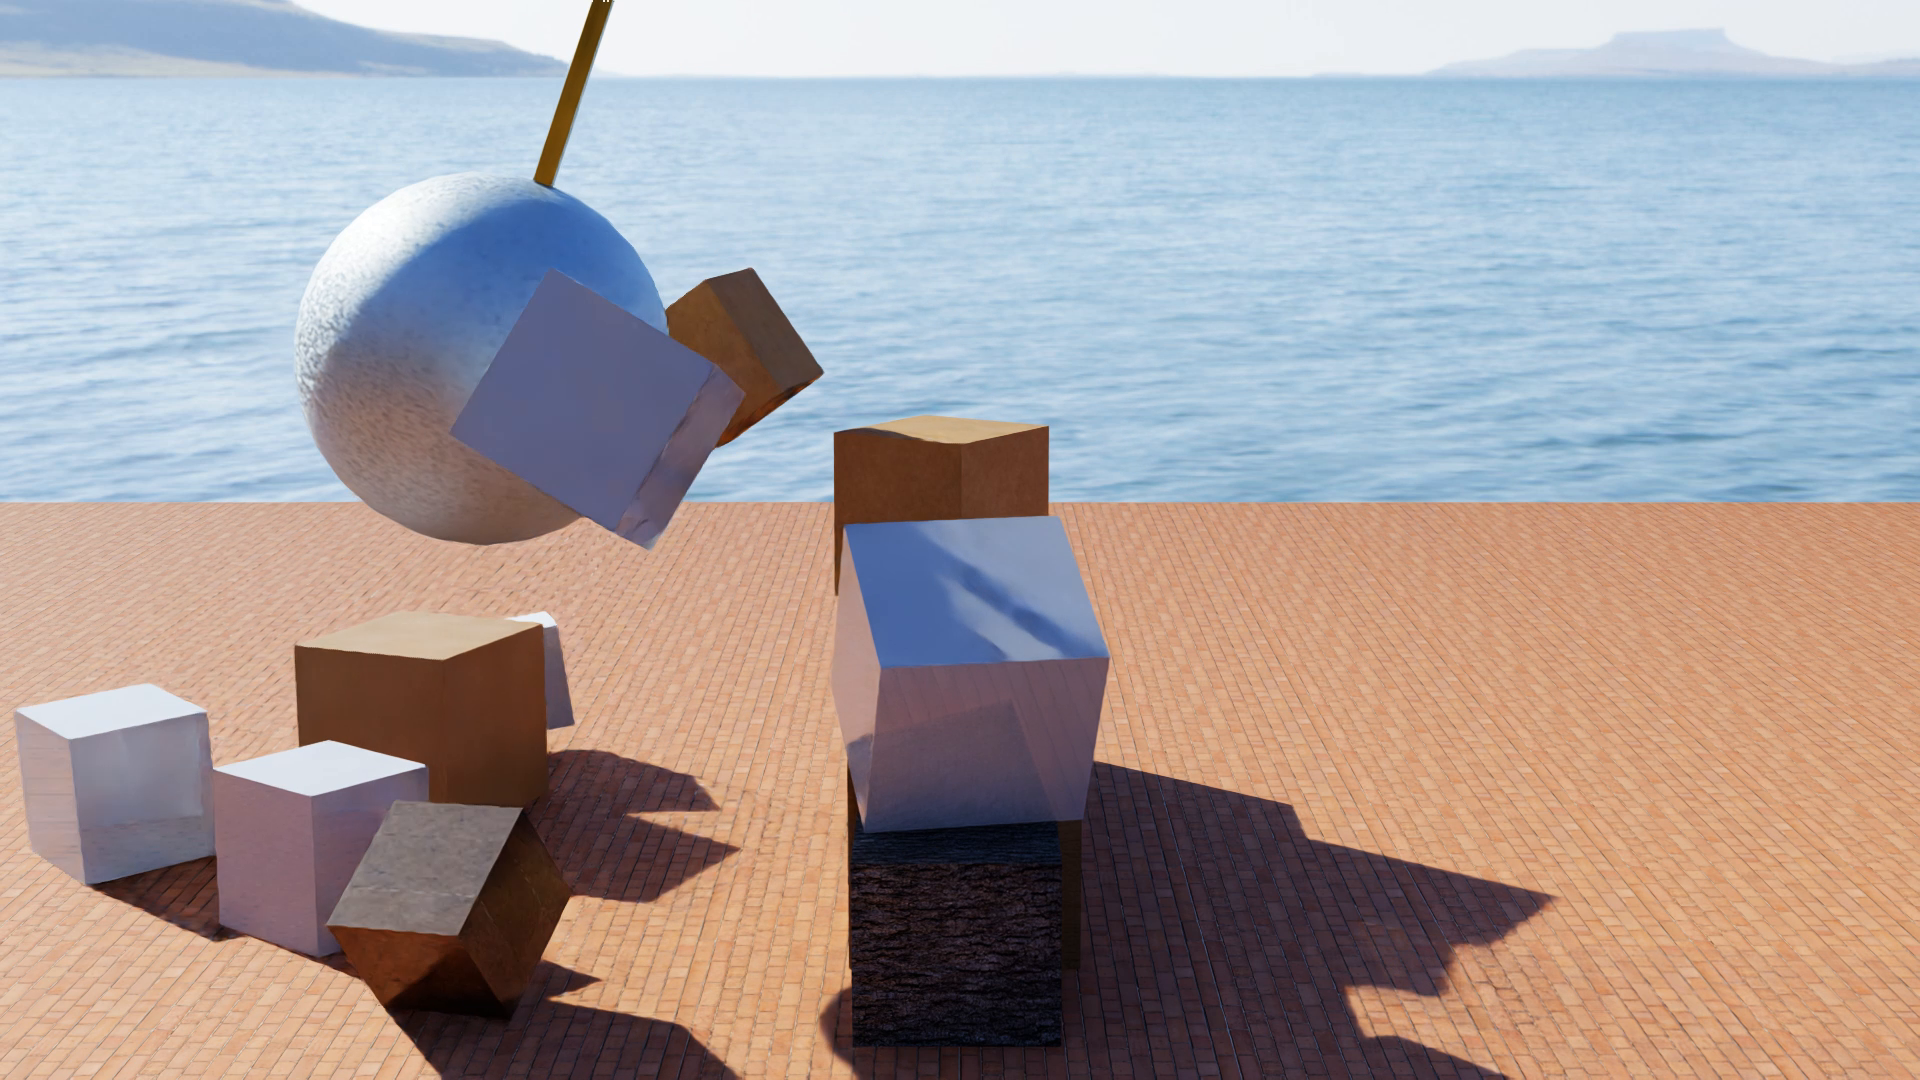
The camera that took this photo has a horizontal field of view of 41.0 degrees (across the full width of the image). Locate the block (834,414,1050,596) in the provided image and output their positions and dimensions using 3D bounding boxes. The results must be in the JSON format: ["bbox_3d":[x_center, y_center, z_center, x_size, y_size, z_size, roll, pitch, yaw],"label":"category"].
[{"bbox_3d":[-0.086,-0.145,12.612,0.743,0.809,0.783,7,12,33],"label":"block"}]

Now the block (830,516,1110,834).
[{"bbox_3d":[0.014,0.503,9.789,0.847,0.811,0.853,-2,38,-12],"label":"block"}]

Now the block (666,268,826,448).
[{"bbox_3d":[-1.180,-0.862,12.521,0.620,0.639,0.682,-34,1,18],"label":"block"}]

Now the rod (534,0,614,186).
[{"bbox_3d":[-0.886,-3.923,10.467,0.080,5.200,0.080,20,10,-3],"label":"rod"}]

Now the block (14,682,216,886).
[{"bbox_3d":[-3.811,1.091,11.610,0.624,0.669,0.687,-12,15,-37],"label":"block"}]

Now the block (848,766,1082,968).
[{"bbox_3d":[0.018,1.208,10.548,0.920,0.848,0.878,0,10,0],"label":"block"}]

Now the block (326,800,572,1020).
[{"bbox_3d":[-1.919,1.392,9.694,0.572,0.512,0.595,1,45,23],"label":"block"}]

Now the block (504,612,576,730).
[{"bbox_3d":[-2.337,0.710,13.286,0.543,0.524,0.573,-11,8,-13],"label":"block"}]

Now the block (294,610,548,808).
[{"bbox_3d":[-2.580,0.873,12.365,0.819,0.858,0.875,4,11,22],"label":"block"}]

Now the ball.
[{"bbox_3d":[-2.044,-0.778,11.039,1.600,1.600,1.600,0,10,0],"label":"ball"}]

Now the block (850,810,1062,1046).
[{"bbox_3d":[-0.013,1.436,9.718,0.763,0.697,0.817,0,10,0],"label":"block"}]

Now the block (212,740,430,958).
[{"bbox_3d":[-2.650,1.272,10.690,0.657,0.672,0.596,8,13,38],"label":"block"}]

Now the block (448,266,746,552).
[{"bbox_3d":[-1.350,-0.478,9.680,0.716,0.716,0.704,31,-3,7],"label":"block"}]
